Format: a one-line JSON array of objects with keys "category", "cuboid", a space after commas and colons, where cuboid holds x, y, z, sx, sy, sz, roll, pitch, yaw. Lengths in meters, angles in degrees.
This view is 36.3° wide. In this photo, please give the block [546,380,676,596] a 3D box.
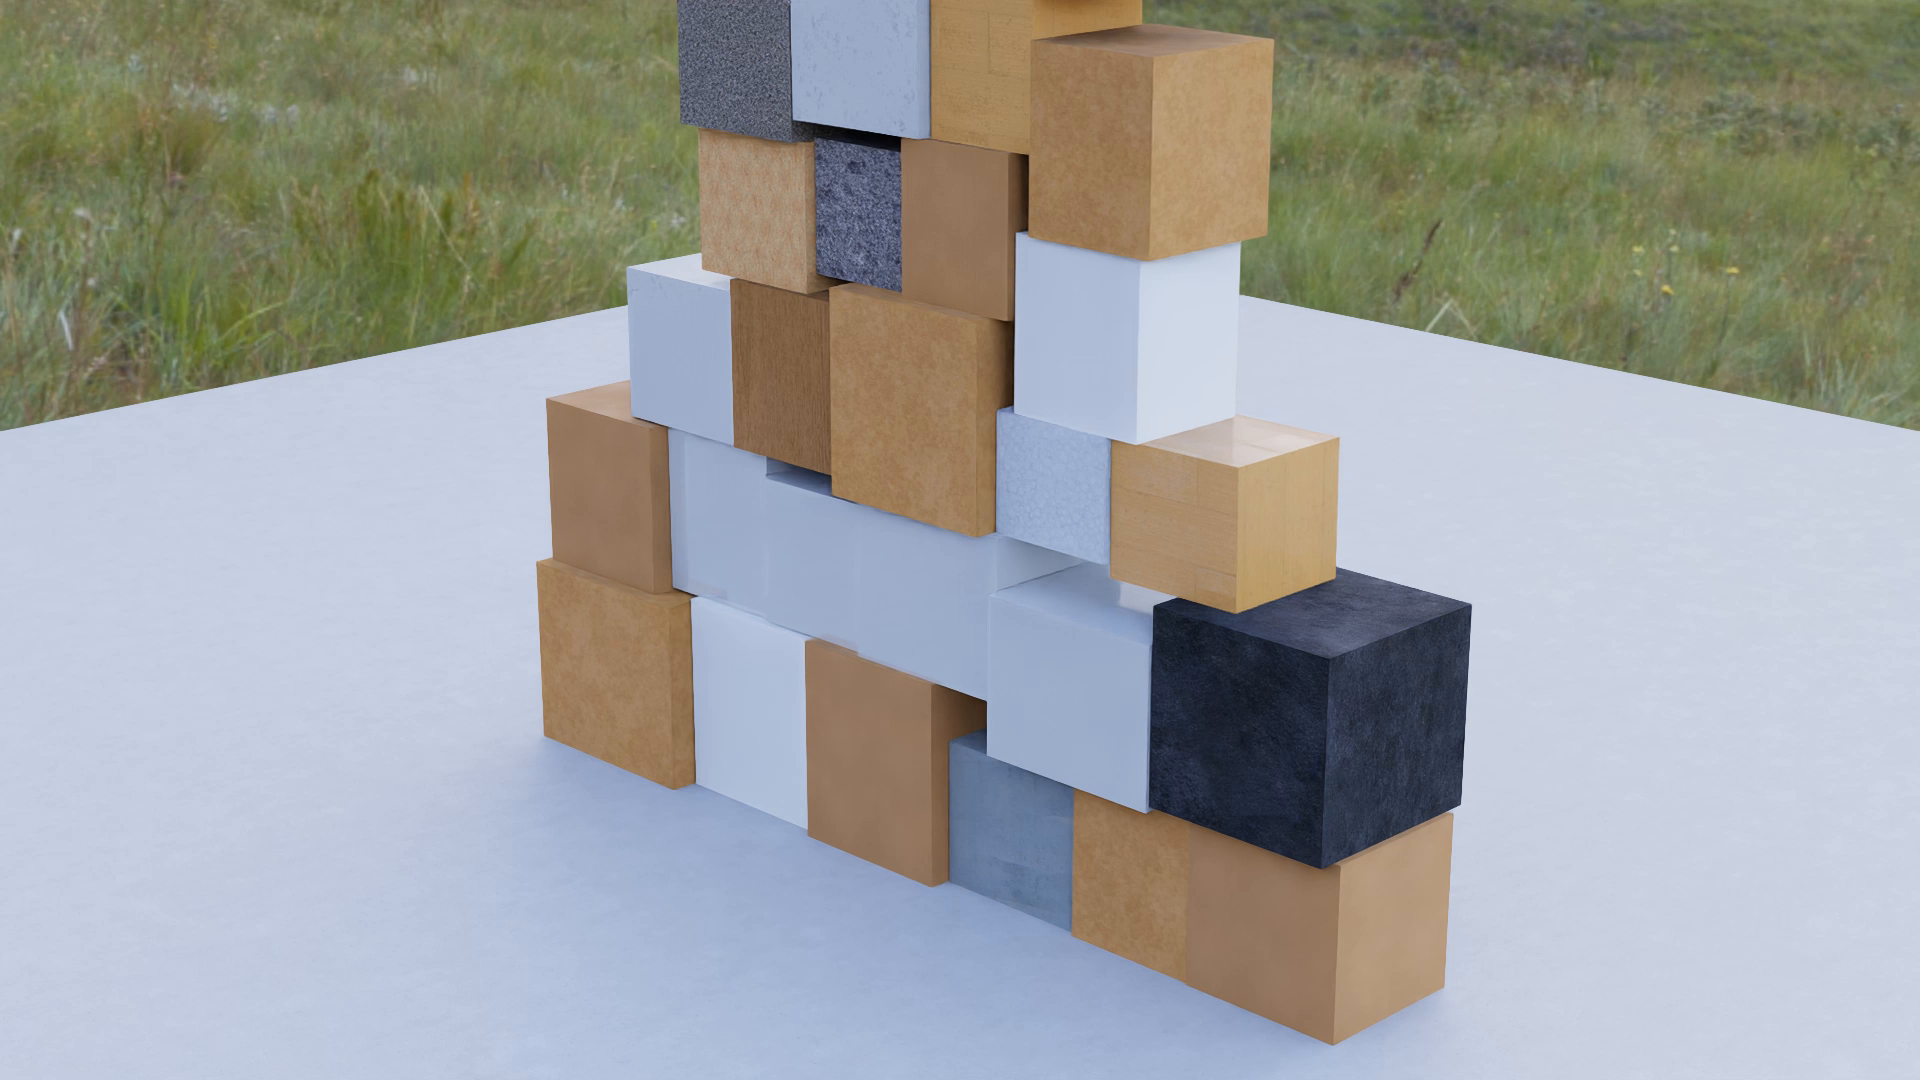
[{"category": "block", "cuboid": [-1.477, -0.309, 14.768, 0.855, 0.845, 0.811, -17, 24, -42]}]

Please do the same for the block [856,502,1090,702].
[{"category": "block", "cuboid": [0.130, 0.179, 13.254, 0.802, 0.755, 0.884, -17, 24, -42]}]

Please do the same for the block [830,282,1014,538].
[{"category": "block", "cuboid": [0.064, -0.656, 13.061, 0.899, 0.955, 0.913, -17, 24, -42]}]

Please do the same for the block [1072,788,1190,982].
[{"category": "block", "cuboid": [0.988, 1.360, 12.748, 0.752, 0.760, 0.653, -17, 24, -42]}]

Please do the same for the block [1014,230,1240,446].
[{"category": "block", "cuboid": [0.697, -0.899, 12.299, 0.627, 0.778, 0.693, -17, 24, -42]}]

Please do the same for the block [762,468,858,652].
[{"category": "block", "cuboid": [-0.428, 0.035, 13.794, 0.726, 0.706, 0.666, -17, 23, -42]}]

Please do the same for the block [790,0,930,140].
[{"category": "block", "cuboid": [-0.174, -2.287, 12.814, 0.805, 0.892, 0.796, -17, 23, -42]}]

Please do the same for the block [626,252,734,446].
[{"category": "block", "cuboid": [-1.059, -0.954, 14.149, 0.754, 0.737, 0.772, -17, 24, -42]}]

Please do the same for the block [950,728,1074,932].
[{"category": "block", "cuboid": [0.461, 1.244, 13.237, 0.661, 0.689, 0.781, -17, 24, -42]}]

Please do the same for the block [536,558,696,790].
[{"category": "block", "cuboid": [-1.411, 0.560, 14.986, 1.036, 0.945, 1.045, -17, 24, -42]}]

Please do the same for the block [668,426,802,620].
[{"category": "block", "cuboid": [-0.908, -0.166, 14.263, 0.702, 0.835, 0.717, -17, 24, -42]}]

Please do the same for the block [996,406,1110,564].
[{"category": "block", "cuboid": [0.615, -0.296, 12.595, 0.673, 0.549, 0.627, -17, 24, -42]}]

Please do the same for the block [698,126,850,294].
[{"category": "block", "cuboid": [-0.699, -1.584, 13.572, 0.701, 0.683, 0.729, -17, 24, -42]}]

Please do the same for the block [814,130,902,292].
[{"category": "block", "cuboid": [-0.215, -1.491, 13.096, 0.599, 0.616, 0.615, -17, 24, -42]}]

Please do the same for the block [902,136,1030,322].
[{"category": "block", "cuboid": [0.227, -1.398, 12.647, 0.718, 0.709, 0.636, -17, 24, -42]}]

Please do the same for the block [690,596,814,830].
[{"category": "block", "cuboid": [-0.709, 0.750, 14.349, 0.819, 0.965, 0.868, -17, 24, -42]}]

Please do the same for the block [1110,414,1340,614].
[{"category": "block", "cuboid": [1.096, -0.133, 12.172, 0.647, 0.609, 0.683, -17, 23, -42]}]

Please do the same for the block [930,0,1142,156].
[{"category": "block", "cuboid": [0.322, -2.039, 12.364, 0.670, 0.684, 0.588, -17, 24, -42]}]

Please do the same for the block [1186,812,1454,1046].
[{"category": "block", "cuboid": [1.496, 1.503, 12.243, 0.754, 0.790, 0.787, -17, 24, -42]}]

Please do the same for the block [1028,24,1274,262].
[{"category": "block", "cuboid": [0.780, -1.644, 12.023, 0.739, 0.811, 0.664, -17, 24, -42]}]

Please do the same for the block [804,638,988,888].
[{"category": "block", "cuboid": [-0.107, 0.929, 13.757, 0.897, 0.978, 0.837, -17, 24, -42]}]

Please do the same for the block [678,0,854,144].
[{"category": "block", "cuboid": [-0.738, -2.288, 13.384, 0.784, 0.773, 0.762, -17, 24, -42]}]

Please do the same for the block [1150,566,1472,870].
[{"category": "block", "cuboid": [1.435, 0.685, 12.058, 0.934, 0.883, 0.904, -17, 24, -42]}]

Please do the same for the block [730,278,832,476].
[{"category": "block", "cuboid": [-0.519, -0.824, 13.629, 0.799, 0.802, 0.727, -17, 24, -42]}]

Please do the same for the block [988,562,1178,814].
[{"category": "block", "cuboid": [0.766, 0.590, 12.697, 0.909, 0.739, 0.923, -17, 24, -42]}]
